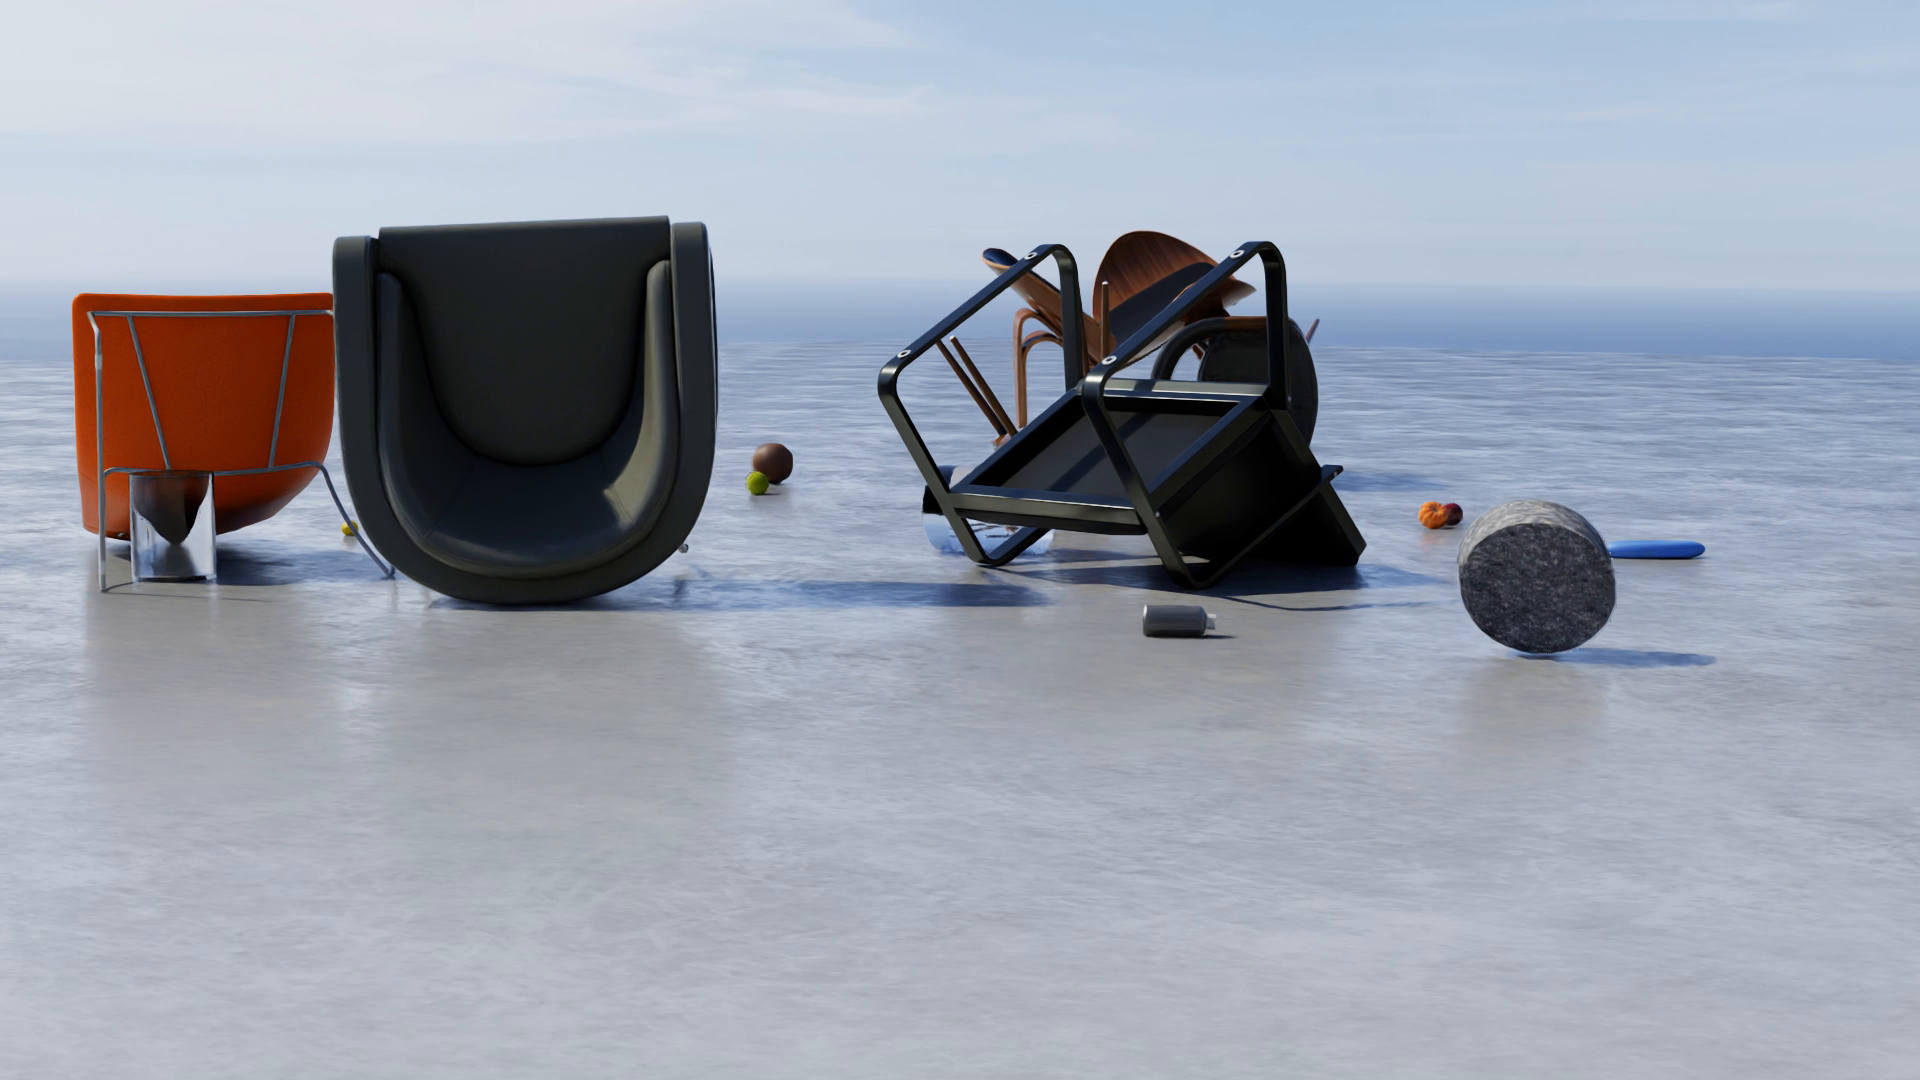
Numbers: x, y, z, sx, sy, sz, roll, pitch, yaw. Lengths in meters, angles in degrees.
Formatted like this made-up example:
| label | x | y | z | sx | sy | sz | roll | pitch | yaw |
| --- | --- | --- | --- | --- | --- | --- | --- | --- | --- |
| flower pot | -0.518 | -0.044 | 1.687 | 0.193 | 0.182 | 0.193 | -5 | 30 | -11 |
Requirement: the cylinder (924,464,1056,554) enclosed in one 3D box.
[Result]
| label | x | y | z | sx | sy | sz | roll | pitch | yaw |
| --- | --- | --- | --- | --- | --- | --- | --- | --- | --- |
| cylinder | 0.073 | -0.073 | 6.106 | 0.247 | 0.206 | 0.258 | 2 | -5 | 20 |

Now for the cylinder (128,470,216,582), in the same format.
| label | x | y | z | sx | sy | sz | roll | pitch | yaw |
| --- | --- | --- | --- | --- | --- | --- | --- | --- | --- |
| cylinder | -1.716 | -0.031 | 5.594 | 0.178 | 0.230 | 0.169 | -4 | 7 | -32 |

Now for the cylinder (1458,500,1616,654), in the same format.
| label | x | y | z | sx | sy | sz | roll | pitch | yaw |
| --- | --- | --- | --- | --- | --- | --- | --- | --- | --- |
| cylinder | 1.004 | 0.064 | 4.476 | 0.268 | 0.243 | 0.106 | 23 | 24 | -2 |

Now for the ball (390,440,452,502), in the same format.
| label | x | y | z | sx | sy | sz | roll | pitch | yaw |
| --- | --- | --- | --- | --- | --- | --- | --- | --- | --- |
| ball | -1.576 | -0.204 | 7.504 | 0.182 | 0.182 | 0.182 | 0 | 6 | 0 |

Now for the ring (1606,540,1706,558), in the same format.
| label | x | y | z | sx | sy | sz | roll | pitch | yaw |
| --- | --- | --- | --- | --- | --- | --- | --- | --- | --- |
| ring | 1.625 | 0.022 | 6.013 | 0.242 | 0.039 | 0.086 | 0 | 5 | 1 |
